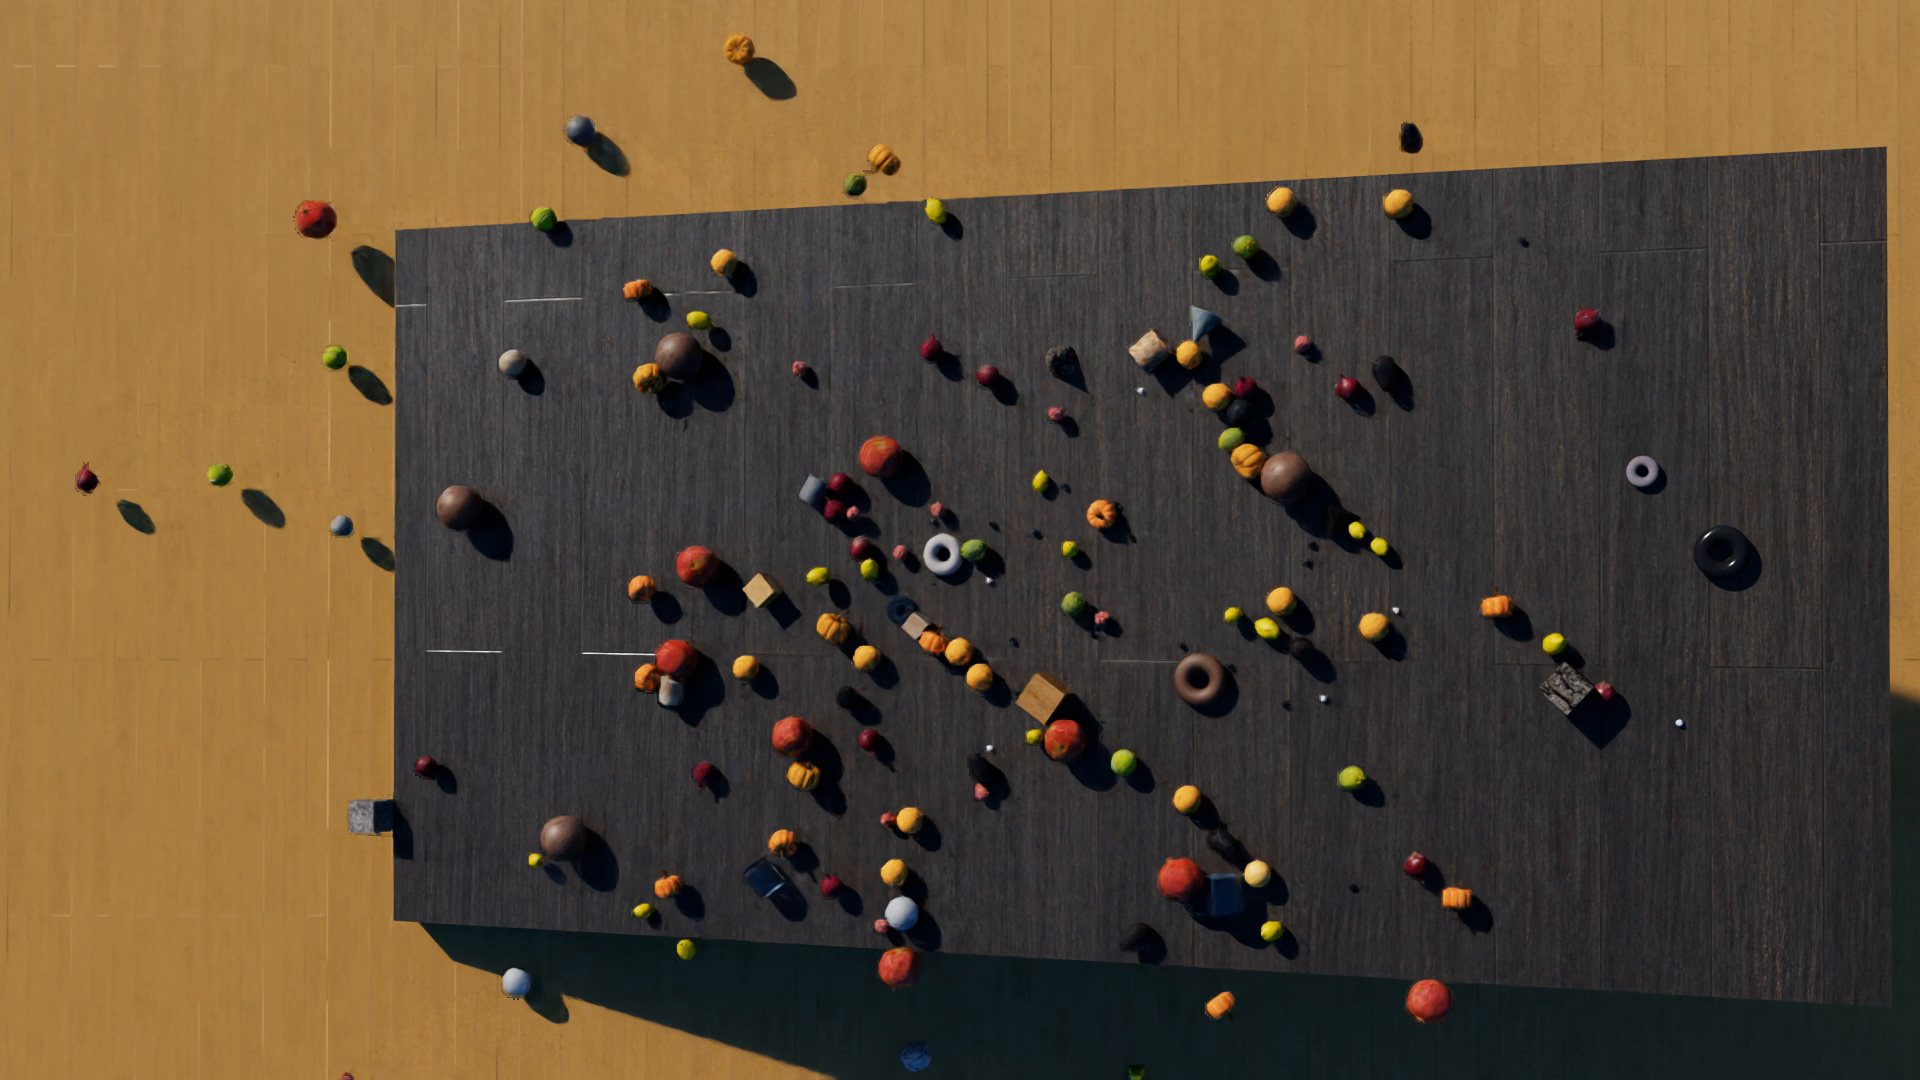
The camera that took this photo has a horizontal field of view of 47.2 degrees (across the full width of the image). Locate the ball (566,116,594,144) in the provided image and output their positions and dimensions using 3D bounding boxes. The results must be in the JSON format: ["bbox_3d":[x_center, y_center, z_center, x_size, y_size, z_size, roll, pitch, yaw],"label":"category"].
[{"bbox_3d":[-1.113,-1.199,6.440,0.083,0.083,0.083,0,89,0],"label":"ball"}]

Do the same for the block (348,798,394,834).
[{"bbox_3d":[-1.696,0.795,6.336,0.088,0.088,0.088,-2,89,24],"label":"block"}]

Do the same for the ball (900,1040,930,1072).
[{"bbox_3d":[-0.128,1.502,6.400,0.088,0.088,0.088,0,89,0],"label":"ball"}]

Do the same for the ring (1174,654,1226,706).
[{"bbox_3d":[0.612,0.356,5.596,0.137,0.046,0.137,0,91,19],"label":"ring"}]

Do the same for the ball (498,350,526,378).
[{"bbox_3d":[-1.263,-0.498,6.212,0.078,0.078,0.078,0,89,0],"label":"ball"}]

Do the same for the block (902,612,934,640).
[{"bbox_3d":[-0.112,0.228,5.833,0.054,0.054,0.054,40,101,15],"label":"block"}]

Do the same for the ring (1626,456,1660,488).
[{"bbox_3d":[1.638,-0.164,5.273,0.078,0.026,0.078,0,91,22],"label":"ring"}]

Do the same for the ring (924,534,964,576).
[{"bbox_3d":[-0.042,0.039,5.822,0.112,0.037,0.112,0,89,17],"label":"ring"}]

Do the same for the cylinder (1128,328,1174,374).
[{"bbox_3d":[0.489,-0.484,5.627,0.082,0.082,0.082,-41,89,14],"label":"cylinder"}]

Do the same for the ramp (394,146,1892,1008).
[{"bbox_3d":[0.277,0.092,5.787,4.000,0.100,2.000,0,89,18],"label":"ramp"}]

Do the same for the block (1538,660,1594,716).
[{"bbox_3d":[1.460,0.354,5.290,0.092,0.092,0.092,44,102,14],"label":"block"}]

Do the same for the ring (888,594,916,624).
[{"bbox_3d":[-0.157,0.186,5.863,0.080,0.027,0.080,0,90,18],"label":"ring"}]

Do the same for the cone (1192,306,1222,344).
[{"bbox_3d":[0.609,-0.535,5.579,0.087,0.087,0.087,24,89,0],"label":"cone"}]

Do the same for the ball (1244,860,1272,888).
[{"bbox_3d":[0.749,0.841,5.531,0.070,0.070,0.070,0,89,0],"label":"ball"}]

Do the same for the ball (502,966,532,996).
[{"bbox_3d":[-1.290,1.286,6.404,0.085,0.085,0.085,0,89,0],"label":"ball"}]

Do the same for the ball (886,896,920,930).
[{"bbox_3d":[-0.152,0.988,5.817,0.090,0.090,0.090,0,89,0],"label":"ball"}]

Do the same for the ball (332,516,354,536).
[{"bbox_3d":[-1.799,-0.042,6.404,0.062,0.062,0.062,0,89,0],"label":"ball"}]

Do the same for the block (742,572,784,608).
[{"bbox_3d":[-0.535,0.136,5.967,0.067,0.067,0.067,-43,77,13],"label":"block"}]

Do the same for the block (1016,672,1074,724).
[{"bbox_3d":[0.221,0.409,5.698,0.096,0.096,0.096,37,100,15],"label":"block"}]

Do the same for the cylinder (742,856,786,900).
[{"bbox_3d":[-0.531,0.913,5.944,0.085,0.085,0.085,-41,79,-1],"label":"cylinder"}]

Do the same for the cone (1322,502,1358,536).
[{"bbox_3d":[0.958,-0.056,5.491,0.083,0.083,0.083,-5,89,-8],"label":"cone"}]

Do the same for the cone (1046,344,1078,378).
[{"bbox_3d":[0.251,-0.468,5.703,0.090,0.090,0.090,0,89,18],"label":"cone"}]

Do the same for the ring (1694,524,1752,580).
[{"bbox_3d":[1.805,0.029,5.206,0.131,0.044,0.131,0,91,18],"label":"ring"}]

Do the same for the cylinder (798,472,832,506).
[{"bbox_3d":[-0.389,-0.135,5.921,0.069,0.069,0.069,28,98,0],"label":"cylinder"}]

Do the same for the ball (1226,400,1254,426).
[{"bbox_3d":[0.710,-0.321,5.560,0.070,0.070,0.070,0,89,0],"label":"ball"}]
